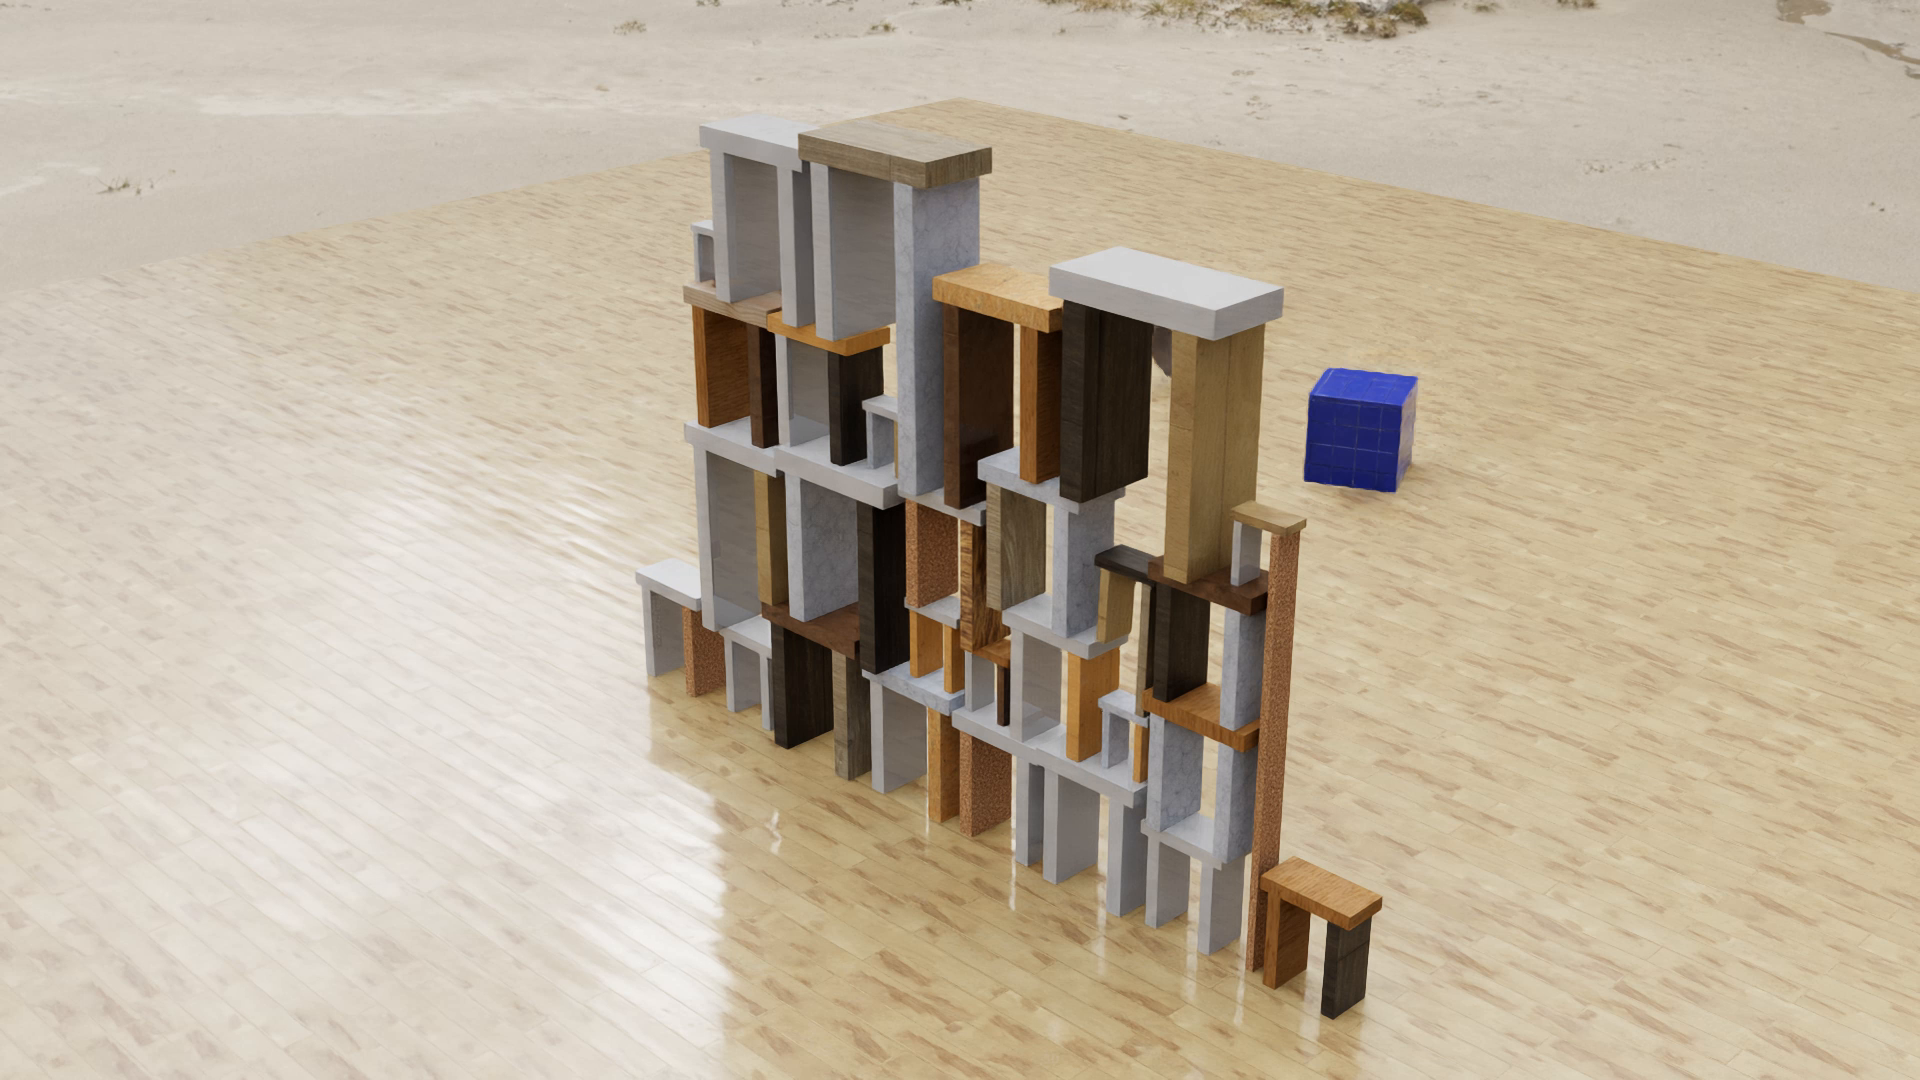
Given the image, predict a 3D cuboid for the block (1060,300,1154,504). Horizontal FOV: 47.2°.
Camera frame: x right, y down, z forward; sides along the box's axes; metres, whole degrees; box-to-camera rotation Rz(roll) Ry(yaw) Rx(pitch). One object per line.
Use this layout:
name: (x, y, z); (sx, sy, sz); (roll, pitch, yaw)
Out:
block: (0.256, -0.260, 3.835); (0.051, 0.359, 0.180); (21, 31, 40)

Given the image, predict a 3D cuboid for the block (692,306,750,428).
block: (-0.492, -0.377, 4.605); (0.037, 0.262, 0.131); (21, 31, 40)

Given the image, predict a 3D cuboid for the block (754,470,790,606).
block: (-0.355, -0.025, 4.594); (0.042, 0.295, 0.148); (21, 31, 41)

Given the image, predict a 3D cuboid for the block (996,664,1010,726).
block: (0.100, 0.289, 4.242); (0.018, 0.130, 0.065); (21, 31, 41)

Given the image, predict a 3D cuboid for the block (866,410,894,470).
block: (-0.155, -0.203, 4.307); (0.059, 0.118, 0.017); (-21, 31, -40)

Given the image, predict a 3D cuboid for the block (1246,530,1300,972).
block: (0.538, 0.373, 3.794); (0.016, 0.850, 0.058); (21, 31, 41)

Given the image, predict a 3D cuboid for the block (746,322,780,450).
block: (-0.368, -0.329, 4.491); (0.037, 0.262, 0.131); (21, 31, 40)

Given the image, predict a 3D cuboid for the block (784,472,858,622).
block: (-0.279, -0.006, 4.518); (0.045, 0.319, 0.160); (21, 31, 41)

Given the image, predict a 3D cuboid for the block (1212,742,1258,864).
block: (0.499, 0.444, 3.872); (0.033, 0.231, 0.116); (21, 31, 41)

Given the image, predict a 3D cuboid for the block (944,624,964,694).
block: (0.002, 0.223, 4.318); (0.073, 0.146, 0.021); (-21, 31, -40)

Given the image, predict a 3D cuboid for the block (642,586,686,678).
block: (-0.669, 0.193, 5.026); (0.031, 0.219, 0.109); (21, 31, 41)

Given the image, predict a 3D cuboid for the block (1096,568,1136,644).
block: (0.283, 0.109, 3.972); (0.072, 0.145, 0.021); (-20, 33, -40)

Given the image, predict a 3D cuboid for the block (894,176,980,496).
block: (-0.040, -0.385, 4.099); (0.170, 0.594, 0.048); (-21, 31, -40)

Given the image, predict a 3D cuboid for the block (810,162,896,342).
block: (-0.201, -0.565, 4.198); (0.048, 0.340, 0.170); (21, 31, 40)

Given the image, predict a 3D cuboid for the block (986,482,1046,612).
block: (0.106, -0.004, 4.103); (0.035, 0.250, 0.125); (21, 31, 41)

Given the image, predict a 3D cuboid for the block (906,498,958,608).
block: (-0.054, 0.011, 4.291); (0.032, 0.223, 0.112); (21, 31, 41)

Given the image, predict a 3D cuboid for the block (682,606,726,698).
block: (-0.566, 0.233, 4.931); (0.031, 0.219, 0.109); (21, 31, 41)

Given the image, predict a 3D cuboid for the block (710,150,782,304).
block: (-0.422, -0.642, 4.407); (0.043, 0.305, 0.153); (21, 31, 40)

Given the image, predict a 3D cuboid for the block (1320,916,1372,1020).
block: (0.669, 0.726, 3.807); (0.027, 0.189, 0.095); (21, 31, 41)

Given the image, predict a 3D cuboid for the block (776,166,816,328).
block: (-0.278, -0.583, 4.276); (0.153, 0.311, 0.043); (-21, 31, -40)

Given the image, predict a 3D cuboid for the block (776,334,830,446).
block: (-0.313, -0.314, 4.423); (0.033, 0.232, 0.116); (21, 31, 41)

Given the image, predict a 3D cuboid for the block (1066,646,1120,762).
block: (0.247, 0.293, 4.082); (0.109, 0.219, 0.031); (-21, 31, -40)

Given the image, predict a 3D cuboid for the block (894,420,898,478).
block: (-0.099, -0.181, 4.256); (0.059, 0.118, 0.017); (-21, 31, -40)

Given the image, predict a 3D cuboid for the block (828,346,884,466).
block: (-0.203, -0.271, 4.322); (0.033, 0.232, 0.116); (21, 31, 41)

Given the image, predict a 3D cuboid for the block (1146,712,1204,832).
block: (0.390, 0.401, 3.972); (0.116, 0.231, 0.033); (-21, 31, -40)

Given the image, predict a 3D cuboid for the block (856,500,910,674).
block: (-0.129, 0.074, 4.389); (0.160, 0.365, 0.045); (-21, 31, -41)

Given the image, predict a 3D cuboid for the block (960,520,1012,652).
block: (0.051, 0.072, 4.202); (0.112, 0.265, 0.032); (-21, 31, -41)

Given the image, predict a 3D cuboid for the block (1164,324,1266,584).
block: (0.427, -0.158, 3.695); (0.051, 0.437, 0.180); (21, 31, 41)

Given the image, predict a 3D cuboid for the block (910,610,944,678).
block: (-0.066, 0.196, 4.381); (0.021, 0.146, 0.073); (21, 31, 41)

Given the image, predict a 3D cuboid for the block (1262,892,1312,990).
block: (0.580, 0.692, 3.889); (0.027, 0.189, 0.095); (21, 31, 41)

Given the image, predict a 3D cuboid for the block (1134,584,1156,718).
block: (0.350, 0.188, 3.933); (0.072, 0.261, 0.021); (-21, 32, -40)

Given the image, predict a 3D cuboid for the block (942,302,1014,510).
block: (0.035, -0.261, 4.065); (0.144, 0.392, 0.041); (-21, 31, -40)

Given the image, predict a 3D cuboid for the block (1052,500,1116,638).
block: (0.224, 0.042, 3.994); (0.125, 0.250, 0.035); (-21, 31, -40)

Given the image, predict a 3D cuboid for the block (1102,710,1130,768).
block: (0.288, 0.358, 4.060); (0.017, 0.117, 0.058); (21, 31, 41)

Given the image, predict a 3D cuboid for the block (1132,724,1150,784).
block: (0.342, 0.380, 4.008); (0.058, 0.117, 0.017); (-21, 31, -41)

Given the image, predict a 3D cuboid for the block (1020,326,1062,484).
block: (0.171, -0.257, 3.920); (0.041, 0.287, 0.144); (21, 31, 41)

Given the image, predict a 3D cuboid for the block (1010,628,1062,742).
block: (0.145, 0.259, 4.180); (0.031, 0.233, 0.109); (21, 31, 41)

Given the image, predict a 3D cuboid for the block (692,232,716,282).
block: (-0.524, -0.588, 4.538); (0.015, 0.104, 0.052); (21, 31, 40)

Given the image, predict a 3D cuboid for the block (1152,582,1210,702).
block: (0.391, 0.164, 3.865); (0.032, 0.224, 0.112); (21, 31, 41)

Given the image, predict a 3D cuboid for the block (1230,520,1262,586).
block: (0.482, 0.015, 3.700); (0.016, 0.116, 0.058); (21, 31, 40)

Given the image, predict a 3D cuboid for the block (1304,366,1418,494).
block: (1.125, -0.311, 6.167); (0.256, 0.256, 0.256); (8, 24, 19)

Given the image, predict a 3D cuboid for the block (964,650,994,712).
block: (0.039, 0.265, 4.298); (0.018, 0.130, 0.065); (21, 31, 40)

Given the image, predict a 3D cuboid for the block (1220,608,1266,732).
block: (0.497, 0.205, 3.768); (0.032, 0.224, 0.112); (21, 31, 41)
